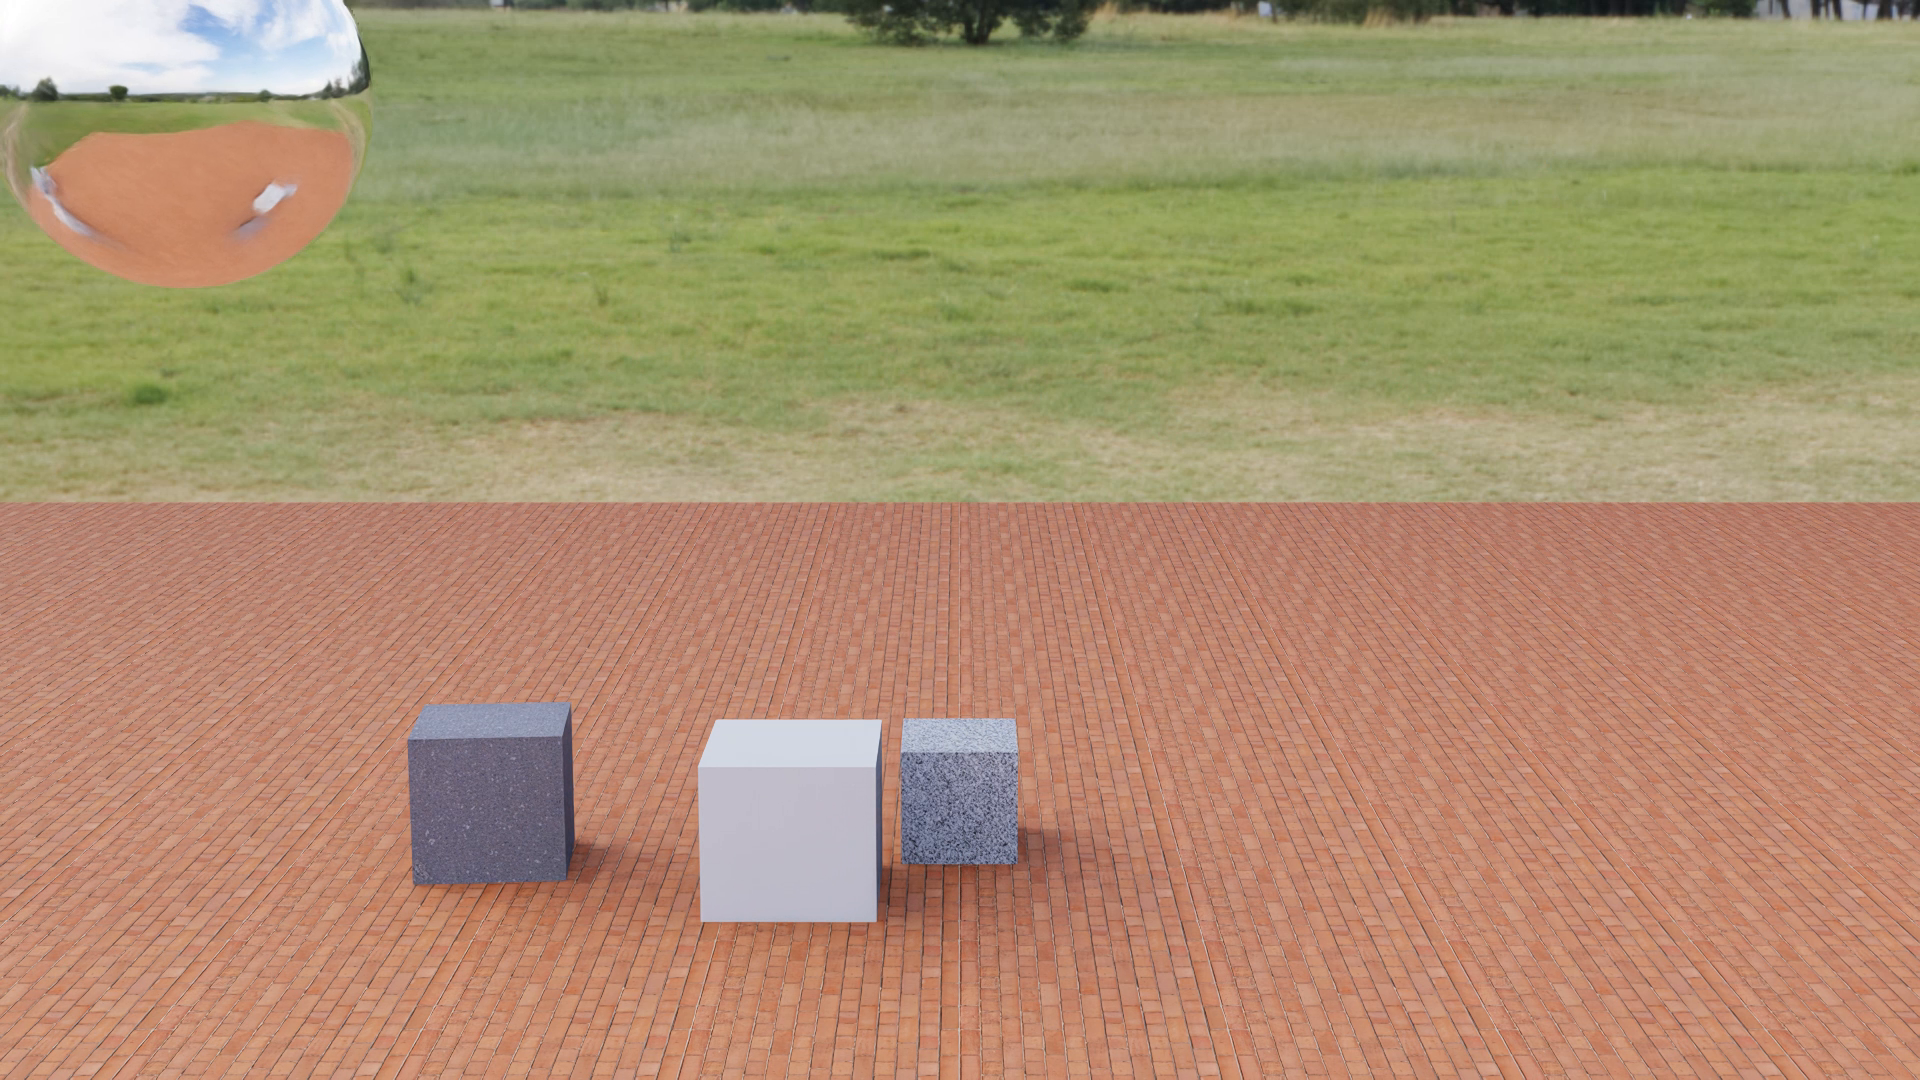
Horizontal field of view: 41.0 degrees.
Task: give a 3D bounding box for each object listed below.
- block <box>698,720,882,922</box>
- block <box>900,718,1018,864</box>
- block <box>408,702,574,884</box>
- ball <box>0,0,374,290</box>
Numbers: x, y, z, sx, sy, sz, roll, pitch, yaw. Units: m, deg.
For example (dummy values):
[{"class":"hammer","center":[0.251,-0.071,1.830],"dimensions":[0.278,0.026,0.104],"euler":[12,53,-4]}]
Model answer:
[{"class":"block","center":[-0.717,1.201,11.084],"dimensions":[0.737,0.672,0.790],"euler":[0,10,0]},{"class":"block","center":[-0.003,1.149,11.796],"dimensions":[0.523,0.519,0.610],"euler":[0,10,0]},{"class":"block","center":[-2.093,1.128,11.523],"dimensions":[0.666,0.657,0.624],"euler":[-1,10,-5]},{"class":"ball","center":[-3.295,-1.864,10.841],"dimensions":[1.600,1.600,1.600],"euler":[0,10,0]}]
